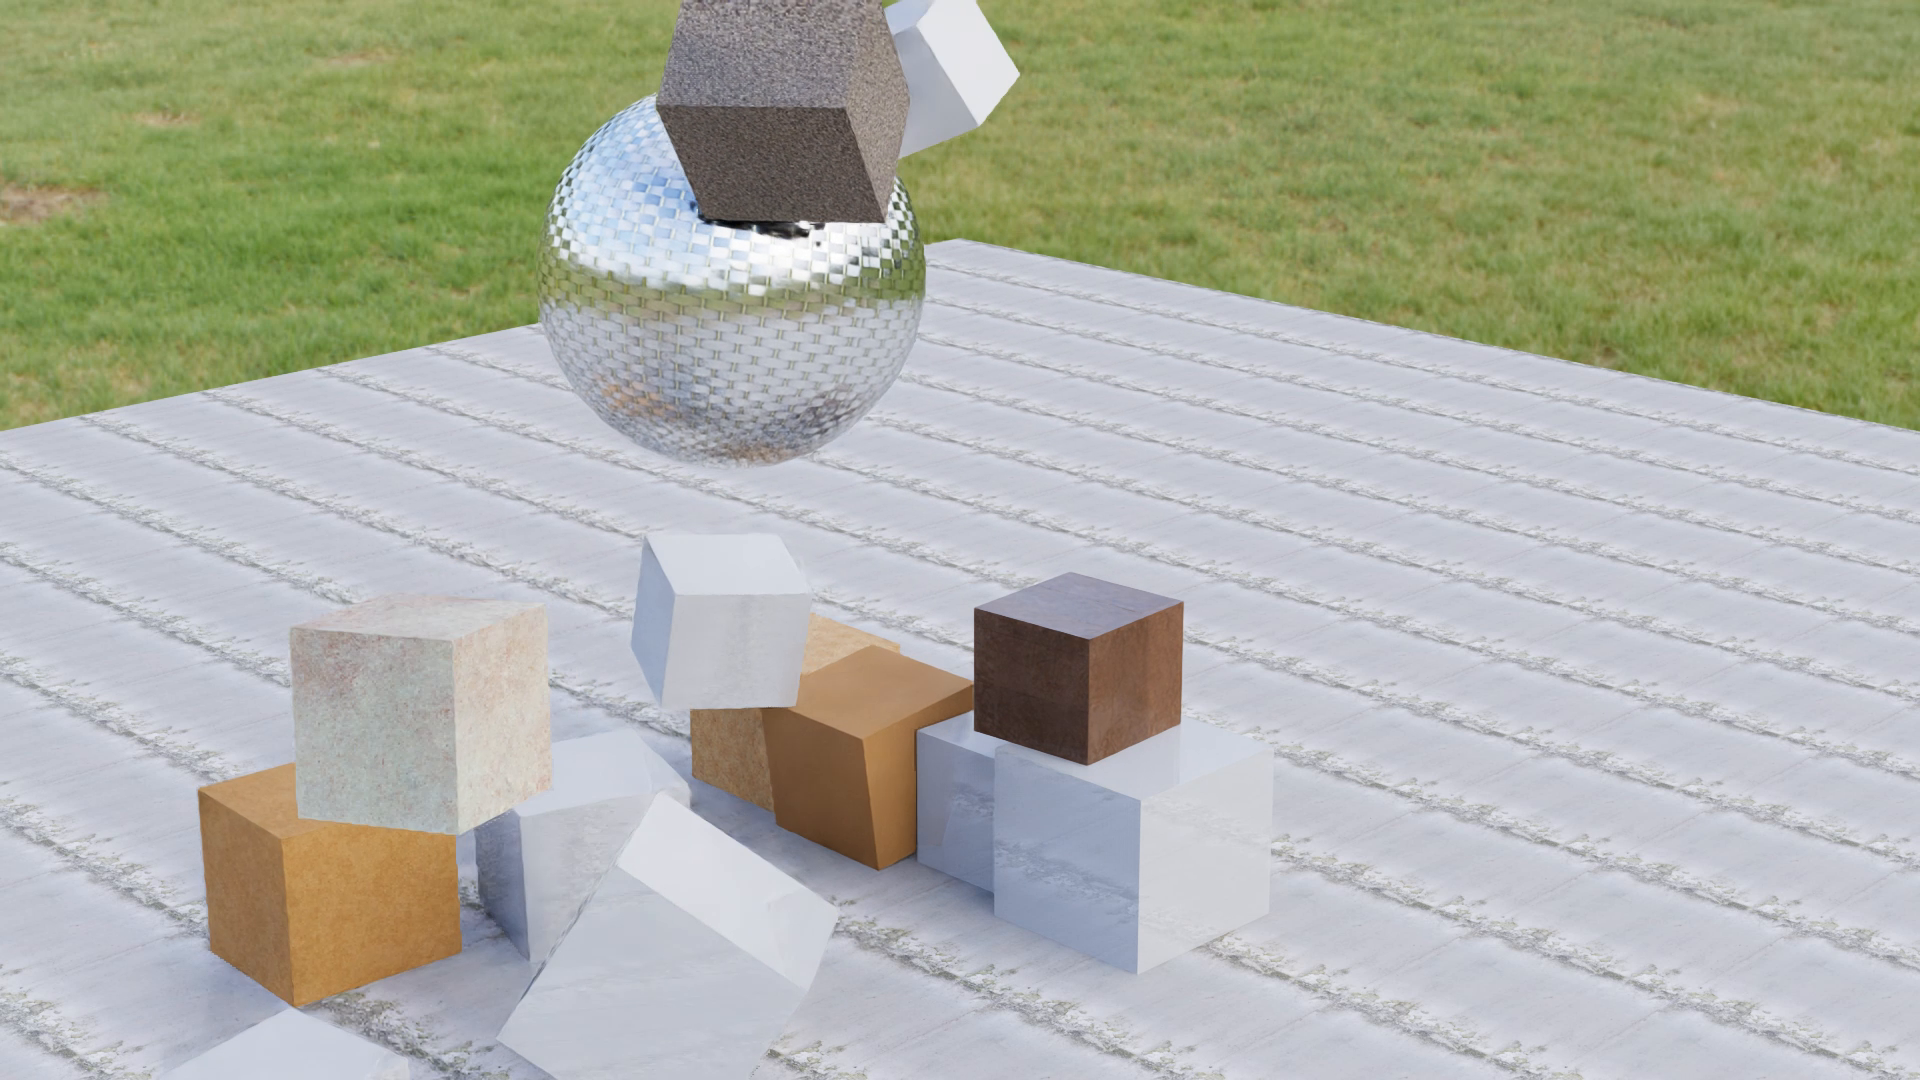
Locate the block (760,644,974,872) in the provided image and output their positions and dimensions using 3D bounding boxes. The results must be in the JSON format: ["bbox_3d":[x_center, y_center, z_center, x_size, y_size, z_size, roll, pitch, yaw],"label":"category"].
[{"bbox_3d":[-0.399,1.014,13.837,0.715,0.680,0.736,-24,29,-37],"label":"block"}]

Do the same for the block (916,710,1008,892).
[{"bbox_3d":[0.246,1.188,13.480,0.661,0.650,0.595,17,24,42],"label":"block"}]

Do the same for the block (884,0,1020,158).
[{"bbox_3d":[-0.148,-1.881,11.731,0.486,0.478,0.421,-16,27,38],"label":"block"}]

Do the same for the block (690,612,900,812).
[{"bbox_3d":[-0.813,0.844,14.459,0.717,0.720,0.758,-16,23,-41],"label":"block"}]

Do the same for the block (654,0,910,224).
[{"bbox_3d":[-0.645,-1.639,10.940,0.713,0.706,0.596,3,61,13],"label":"block"}]

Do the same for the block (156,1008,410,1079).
[{"bbox_3d":[-2.350,2.169,10.163,0.628,0.714,0.702,13,26,37],"label":"block"}]

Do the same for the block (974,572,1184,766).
[{"bbox_3d":[0.523,0.557,12.948,0.644,0.576,0.669,14,23,39],"label":"block"}]

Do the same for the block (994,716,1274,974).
[{"bbox_3d":[0.764,1.284,12.926,0.878,0.798,0.850,-17,24,-42],"label":"block"}]

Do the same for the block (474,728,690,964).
[{"bbox_3d":[-1.666,1.337,12.920,0.757,0.688,0.737,-9,20,-24],"label":"block"}]

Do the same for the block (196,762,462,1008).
[{"bbox_3d":[-2.697,1.419,12.565,0.807,0.756,0.733,-15,22,-39],"label":"block"}]

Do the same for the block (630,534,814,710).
[{"bbox_3d":[-1.115,0.372,13.631,0.647,0.591,0.612,0,27,-21],"label":"block"}]

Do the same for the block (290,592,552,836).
[{"bbox_3d":[-1.949,0.615,10.656,0.660,0.699,0.681,4,11,20],"label":"block"}]

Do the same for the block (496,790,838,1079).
[{"bbox_3d":[-1.089,1.639,11.112,0.838,0.839,0.825,34,15,-3],"label":"block"}]

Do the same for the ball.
[{"bbox_3d":[-0.936,-1.086,12.019,1.600,1.600,1.600,0,17,0],"label":"ball"}]
